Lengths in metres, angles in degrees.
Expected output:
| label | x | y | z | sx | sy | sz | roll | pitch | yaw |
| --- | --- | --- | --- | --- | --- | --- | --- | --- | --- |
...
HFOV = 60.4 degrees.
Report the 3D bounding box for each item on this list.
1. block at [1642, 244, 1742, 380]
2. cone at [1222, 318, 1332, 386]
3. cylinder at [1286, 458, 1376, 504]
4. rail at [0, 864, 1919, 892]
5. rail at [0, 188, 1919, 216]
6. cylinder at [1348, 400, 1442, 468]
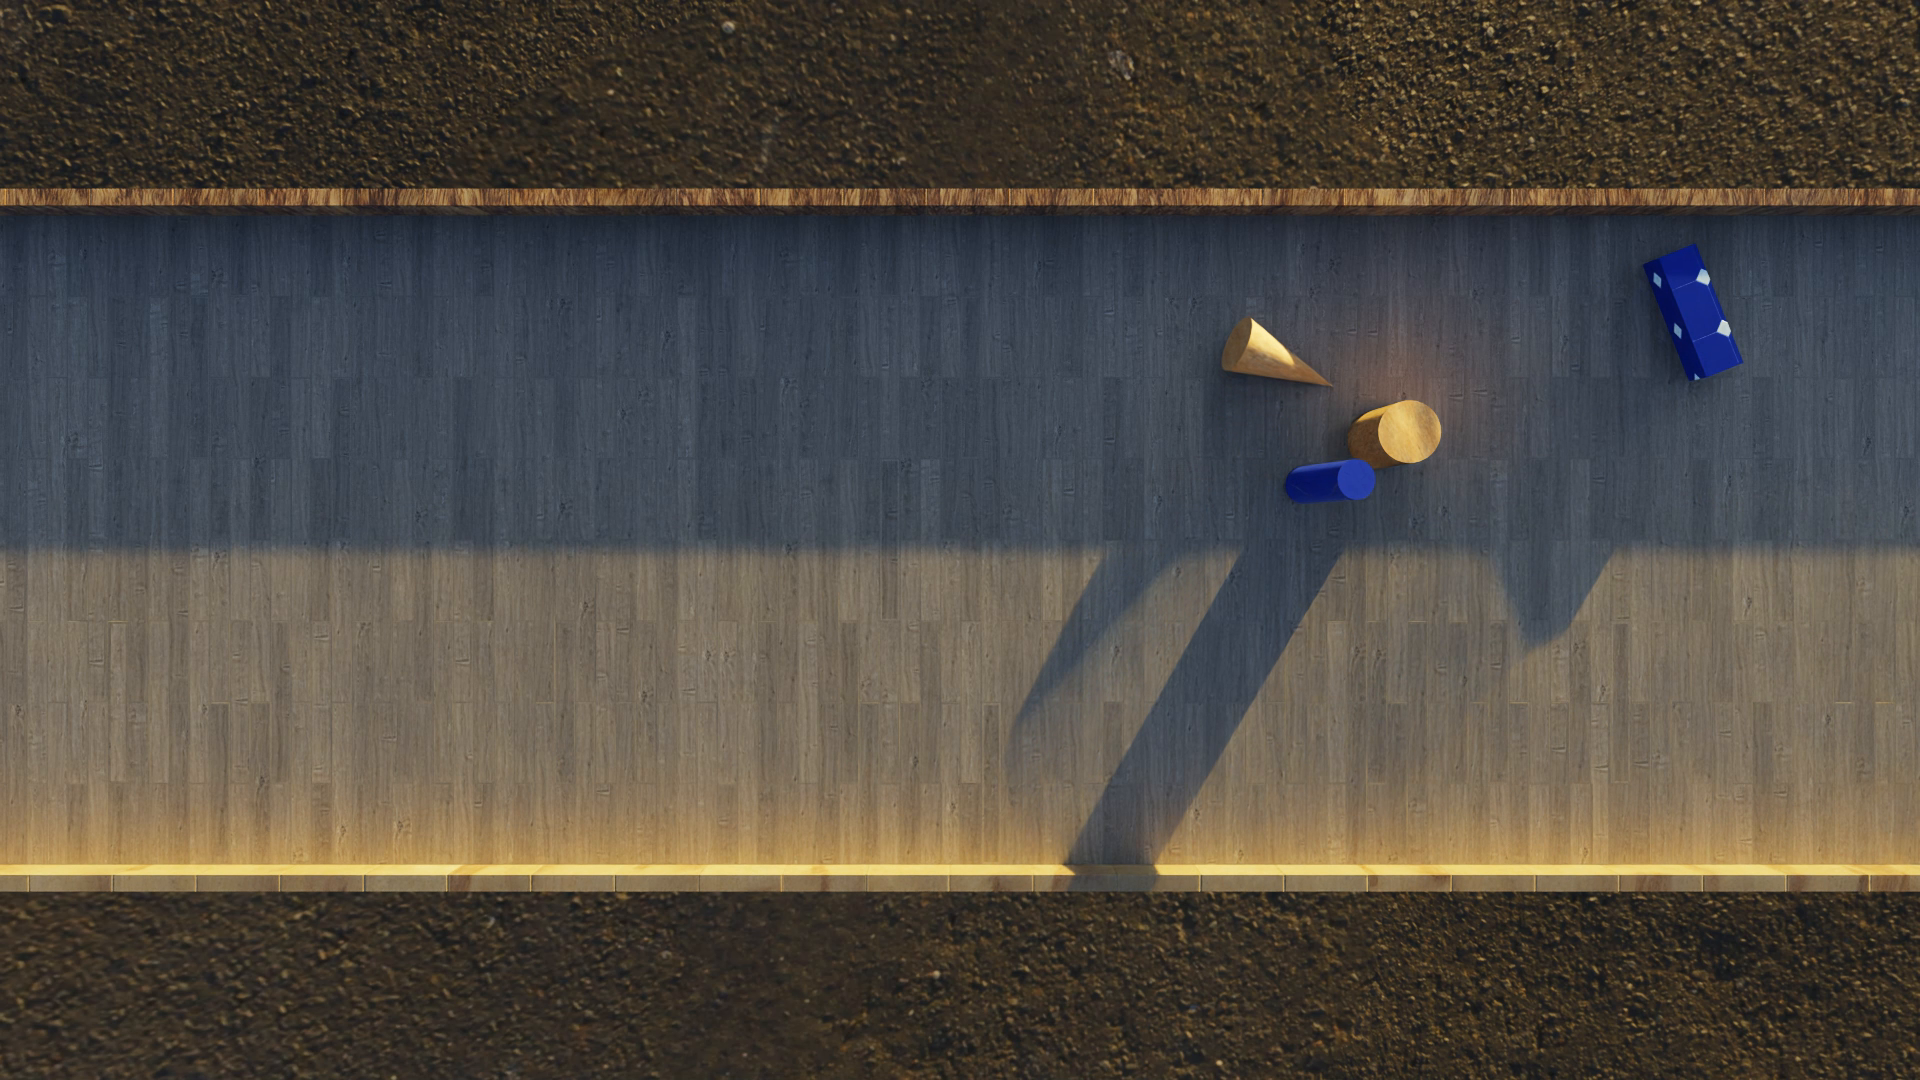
| label | x | y | z | sx | sy | sz | roll | pitch | yaw |
| --- | --- | --- | --- | --- | --- | --- | --- | --- | --- |
| block | 2.228 | -0.690 | 5.017 | 0.119 | 0.119 | 0.387 | -22 | 90 | 0 |
| cone | 0.994 | -0.533 | 5.034 | 0.347 | 0.175 | 0.175 | 21 | 90 | -14 |
| cylinder | 1.091 | -0.171 | 4.879 | 0.116 | 0.379 | 0.116 | 0 | 89 | -11 |
| rail | -2.247 | 1.025 | 5.001 | 12.000 | 0.150 | 0.050 | 0 | 90 | 0 |
| rail | -2.247 | -1.025 | 5.002 | 12.000 | 0.150 | 0.050 | 0 | 90 | 0 |
| cylinder | 1.281 | -0.309 | 4.888 | 0.179 | 0.378 | 0.179 | 0 | 90 | 0 |
